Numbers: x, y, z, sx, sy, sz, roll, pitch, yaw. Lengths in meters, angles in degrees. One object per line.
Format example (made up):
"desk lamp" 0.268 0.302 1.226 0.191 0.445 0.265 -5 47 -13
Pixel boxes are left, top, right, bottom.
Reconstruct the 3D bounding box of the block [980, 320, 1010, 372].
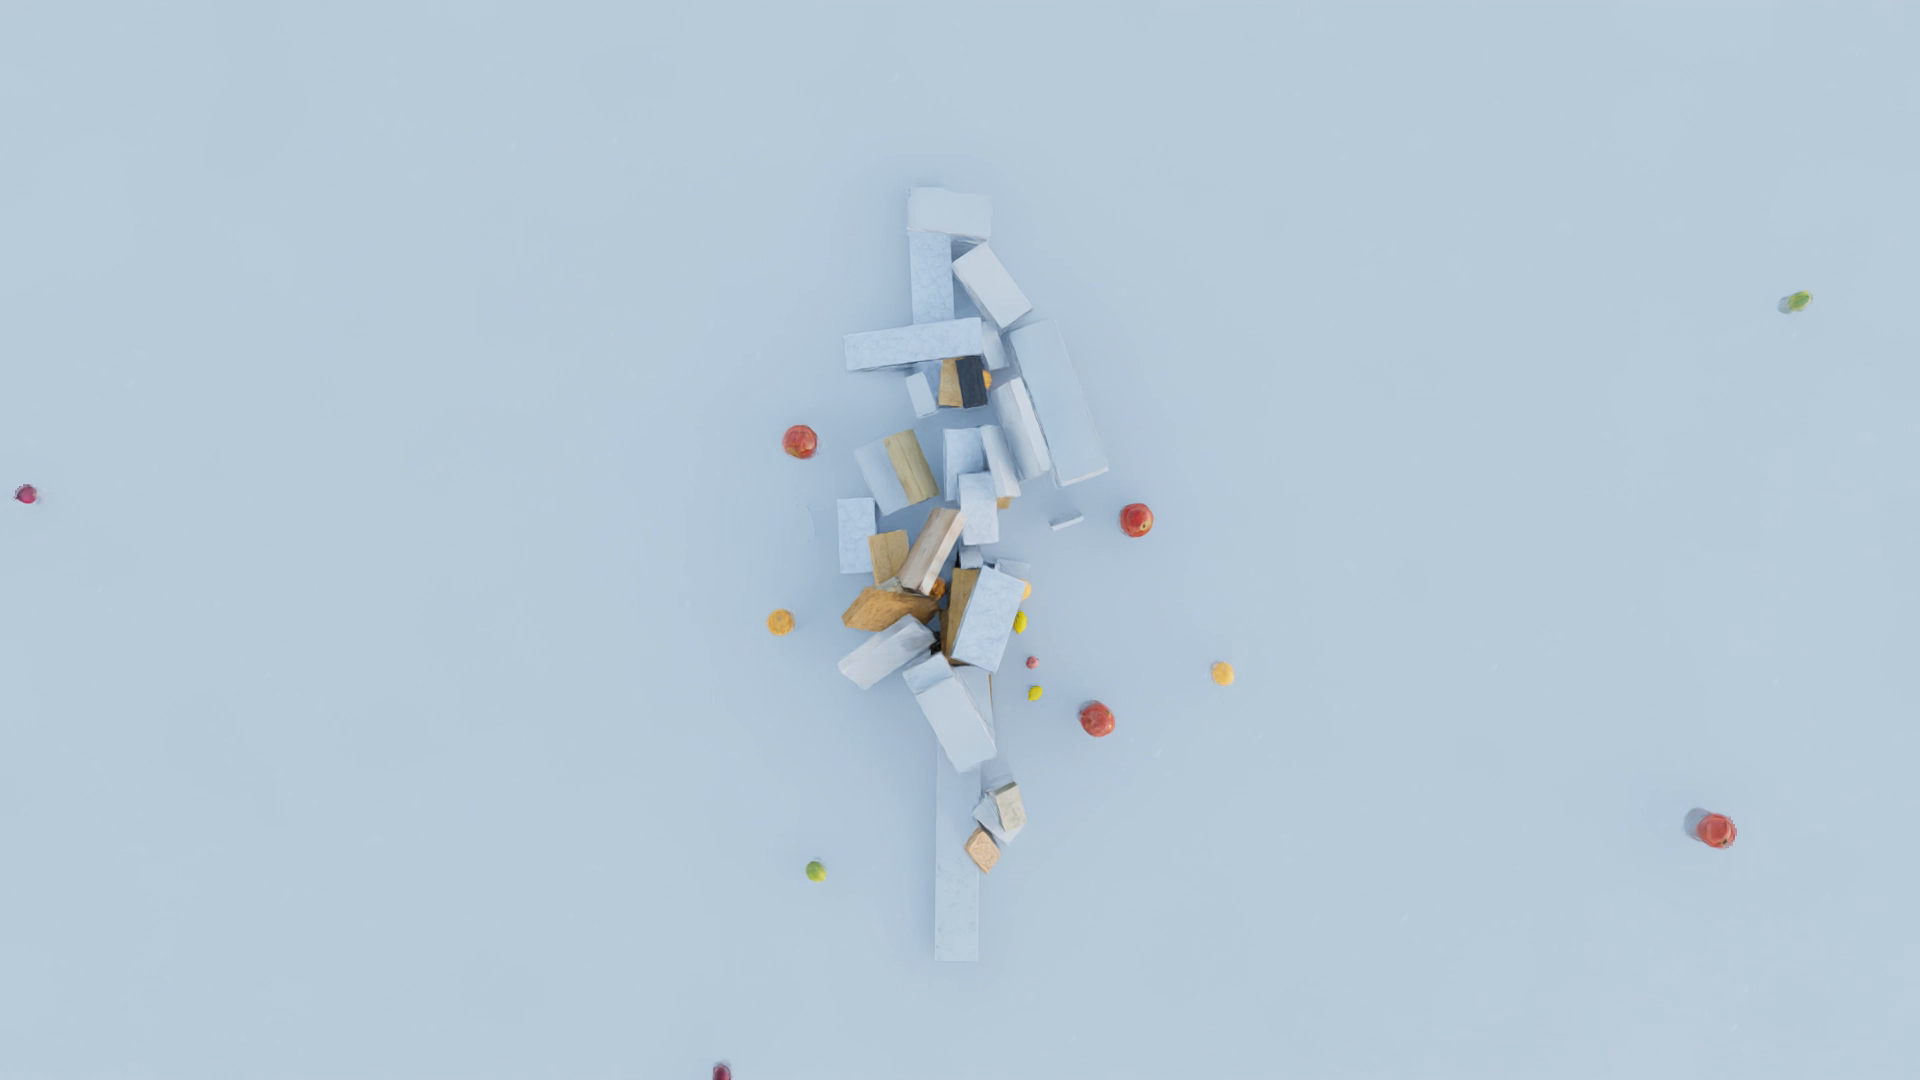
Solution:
"block" 0.099 -0.644 5.468 0.081 0.023 0.161 -20 90 -33

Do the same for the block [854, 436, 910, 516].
"block" -0.247 -0.211 5.465 0.118 0.034 0.237 -24 90 0

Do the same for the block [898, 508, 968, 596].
"block" -0.097 0.035 5.395 0.042 0.148 0.295 36 74 -33

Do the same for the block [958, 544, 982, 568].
"block" 0.034 0.054 5.430 0.071 0.142 0.020 -1 115 -3

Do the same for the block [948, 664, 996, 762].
"block" 0.025 0.560 5.369 0.158 0.045 0.316 -6 98 2

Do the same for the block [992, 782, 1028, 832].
"block" 0.164 0.877 5.411 0.083 0.024 0.167 -25 124 -16

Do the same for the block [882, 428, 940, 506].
"block" -0.160 -0.242 5.446 0.034 0.118 0.237 -23 90 44

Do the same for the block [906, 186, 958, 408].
"block" -0.090 -0.804 5.481 0.136 0.039 0.729 -3 90 0

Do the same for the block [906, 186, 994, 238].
"block" -0.033 -1.081 5.442 0.273 0.039 0.136 6 90 -3

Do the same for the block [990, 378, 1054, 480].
"block" 0.201 -0.363 5.417 0.044 0.156 0.311 -19 89 -25

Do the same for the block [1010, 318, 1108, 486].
"block" 0.321 -0.455 5.403 0.156 0.044 0.548 -19 75 3

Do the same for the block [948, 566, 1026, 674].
"block" 0.090 0.256 5.317 0.156 0.044 0.311 22 78 -13

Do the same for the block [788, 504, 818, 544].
"block" -0.523 -0.055 5.491 0.062 0.018 0.124 -17 90 0

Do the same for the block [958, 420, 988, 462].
"block" 0.046 -0.329 5.490 0.136 0.019 0.068 38 90 0

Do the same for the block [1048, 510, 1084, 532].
"block" 0.352 -0.066 5.472 0.109 0.054 0.015 -19 118 0

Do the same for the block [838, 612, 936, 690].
"block" -0.240 0.367 5.405 0.295 0.148 0.042 -35 48 10

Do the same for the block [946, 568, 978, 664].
"block" 0.043 0.255 5.393 0.158 0.045 0.316 5 90 0

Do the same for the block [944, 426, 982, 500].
"block" 0.012 -0.253 5.449 0.119 0.034 0.238 -3 103 -8

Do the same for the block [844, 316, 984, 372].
"block" -0.153 -0.646 5.440 0.458 0.034 0.118 -6 88 10

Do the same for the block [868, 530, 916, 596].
"block" -0.223 0.097 5.444 0.123 0.035 0.247 -11 94 -20

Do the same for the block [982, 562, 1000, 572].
"block" 0.089 0.146 5.466 0.020 0.071 0.142 12 90 -39

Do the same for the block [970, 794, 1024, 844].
"block" 0.123 0.927 5.463 0.167 0.024 0.083 42 84 -15

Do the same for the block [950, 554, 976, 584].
"block" 0.012 0.118 5.490 0.071 0.020 0.142 13 90 0

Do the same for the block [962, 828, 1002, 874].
"block" 0.074 1.020 5.416 0.024 0.167 0.083 22 65 40

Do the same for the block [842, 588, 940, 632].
"block" -0.222 0.236 5.345 0.148 0.295 0.042 -49 49 30

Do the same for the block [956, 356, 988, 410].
"block" 0.040 -0.518 5.423 0.081 0.023 0.161 -10 89 7

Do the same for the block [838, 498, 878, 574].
"block" -0.338 -0.014 5.472 0.123 0.035 0.247 -3 88 7

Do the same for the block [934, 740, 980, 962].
"block" -0.007 0.934 5.480 0.143 0.041 0.919 1 90 0

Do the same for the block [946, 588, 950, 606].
"block" -0.018 0.207 5.479 0.050 0.014 0.099 -4 105 5

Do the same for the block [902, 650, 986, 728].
"block" -0.050 0.517 5.321 0.143 0.041 0.286 -31 97 5

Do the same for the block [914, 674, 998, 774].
"block" -0.012 0.588 5.290 0.143 0.041 0.286 -28 97 5

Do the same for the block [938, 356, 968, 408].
"block" -0.018 -0.581 5.450 0.081 0.023 0.278 6 90 0

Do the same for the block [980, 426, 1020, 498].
"block" 0.133 -0.256 5.427 0.034 0.119 0.239 -16 84 24

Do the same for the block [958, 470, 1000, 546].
"block" 0.061 -0.107 5.452 0.119 0.034 0.238 -6 102 -7

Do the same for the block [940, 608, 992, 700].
"block" 0.023 0.462 5.437 0.158 0.045 0.475 -3 90 0

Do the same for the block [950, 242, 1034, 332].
"block" 0.105 -0.839 5.461 0.136 0.039 0.273 -36 90 -17

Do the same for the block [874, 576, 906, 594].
"block" -0.224 0.219 5.388 0.123 0.247 0.035 -25 55 -1

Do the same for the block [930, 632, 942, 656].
"block" -0.077 0.355 5.493 0.050 0.014 0.099 -10 90 0

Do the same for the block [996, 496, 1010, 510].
"block" 0.142 -0.159 5.492 0.054 0.015 0.109 6 90 0

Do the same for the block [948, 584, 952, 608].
"block" -0.011 0.193 5.460 0.050 0.014 0.099 2 105 3

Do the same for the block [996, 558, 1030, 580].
"block" 0.175 0.096 5.492 0.109 0.015 0.054 9 90 0

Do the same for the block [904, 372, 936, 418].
"block" -0.131 -0.481 5.452 0.068 0.019 0.136 -19 90 0
